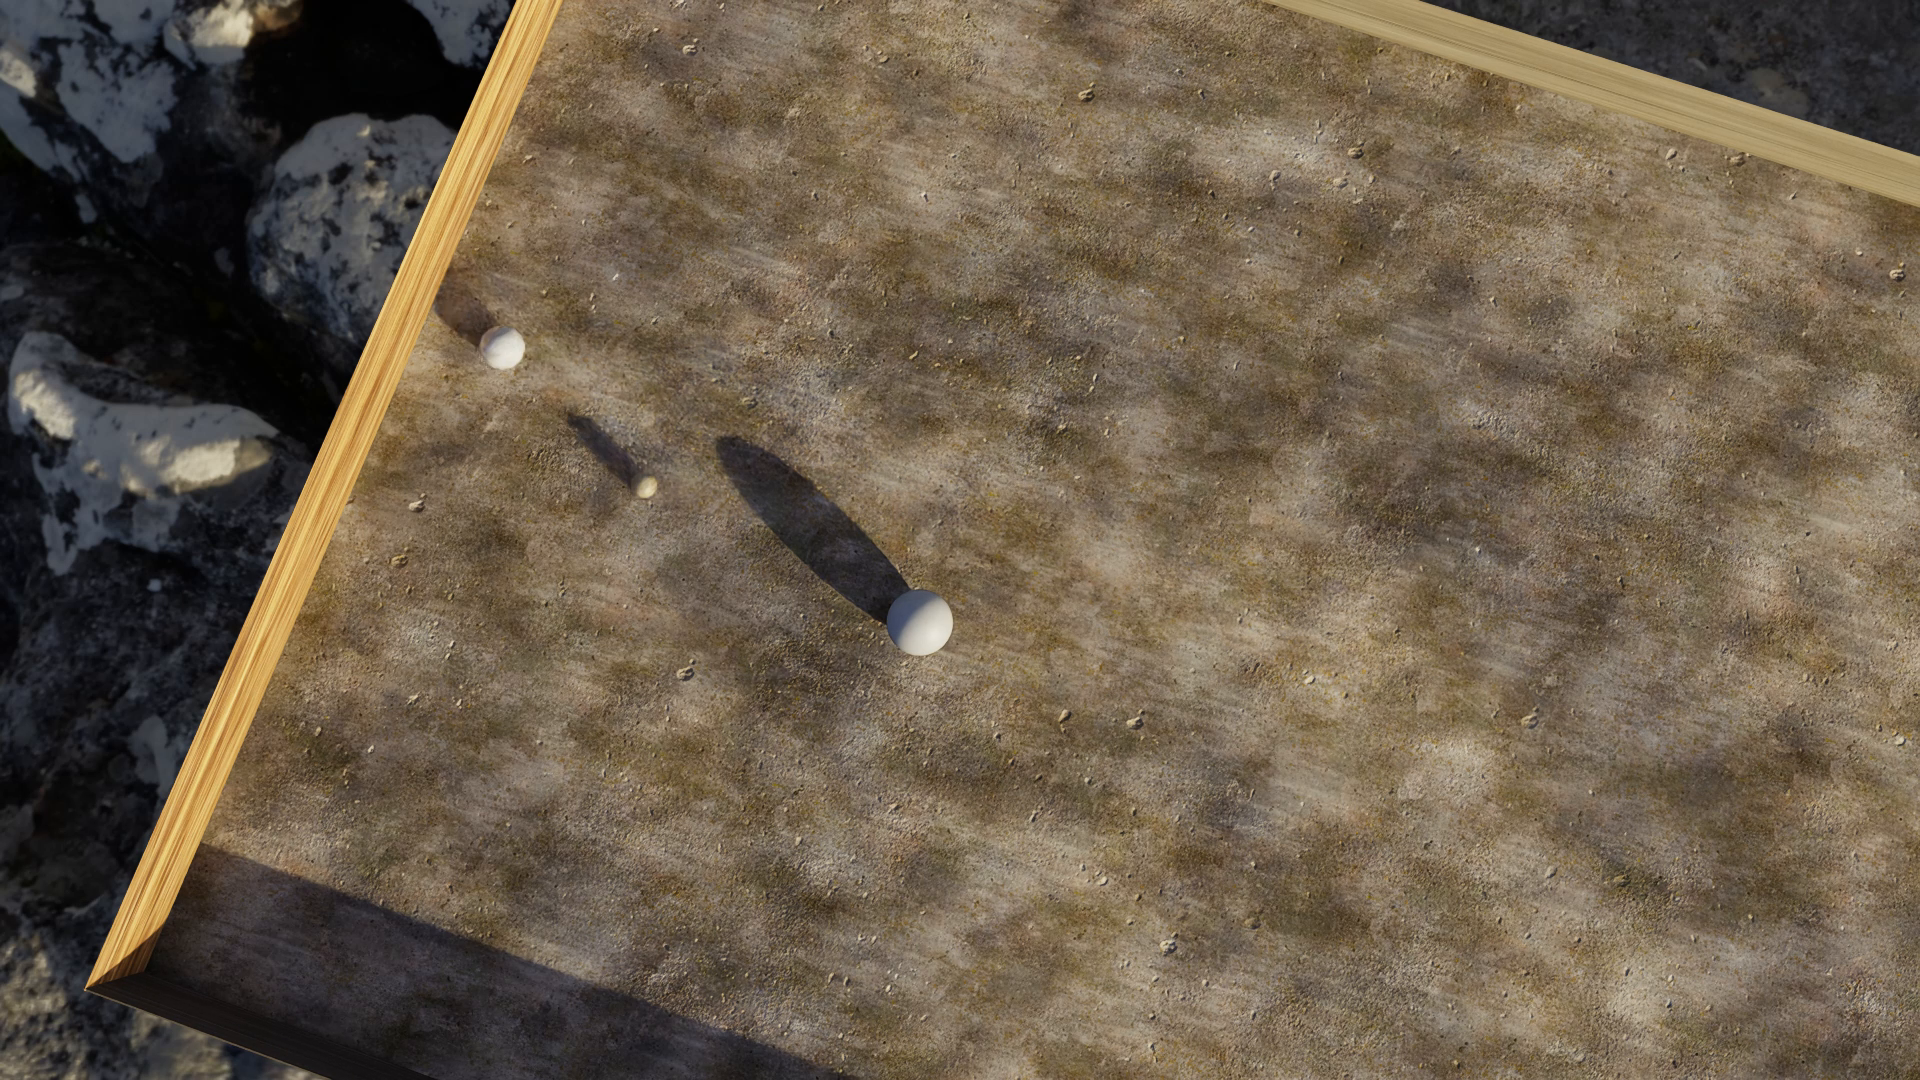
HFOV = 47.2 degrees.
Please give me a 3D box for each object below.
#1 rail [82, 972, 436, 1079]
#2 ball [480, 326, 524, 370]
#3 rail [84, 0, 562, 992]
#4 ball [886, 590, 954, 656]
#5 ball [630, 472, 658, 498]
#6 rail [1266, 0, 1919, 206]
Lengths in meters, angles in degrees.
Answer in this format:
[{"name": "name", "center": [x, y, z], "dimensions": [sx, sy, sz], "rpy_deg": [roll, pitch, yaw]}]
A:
[{"name": "rail", "center": [0.551, 1.223, 2.995], "dimensions": [3.752, 0.130, 0.045], "rpy_deg": [19, 77, 5]}, {"name": "ball", "center": [-0.710, -0.299, 3.410], "dimensions": [0.069, 0.069, 0.069], "rpy_deg": [0, 76, 0]}, {"name": "rail", "center": [-0.863, -0.299, 3.378], "dimensions": [0.045, 0.130, 2.080], "rpy_deg": [19, 77, 5]}, {"name": "ball", "center": [-0.060, 0.123, 3.288], "dimensions": [0.100, 0.100, 0.100], "rpy_deg": [0, 76, 0]}, {"name": "ball", "center": [-0.485, -0.084, 3.370], "dimensions": [0.041, 0.041, 0.041], "rpy_deg": [0, 76, 0]}, {"name": "rail", "center": [1.220, -0.639, 3.463], "dimensions": [3.752, 0.130, 0.045], "rpy_deg": [19, 77, 5]}]
